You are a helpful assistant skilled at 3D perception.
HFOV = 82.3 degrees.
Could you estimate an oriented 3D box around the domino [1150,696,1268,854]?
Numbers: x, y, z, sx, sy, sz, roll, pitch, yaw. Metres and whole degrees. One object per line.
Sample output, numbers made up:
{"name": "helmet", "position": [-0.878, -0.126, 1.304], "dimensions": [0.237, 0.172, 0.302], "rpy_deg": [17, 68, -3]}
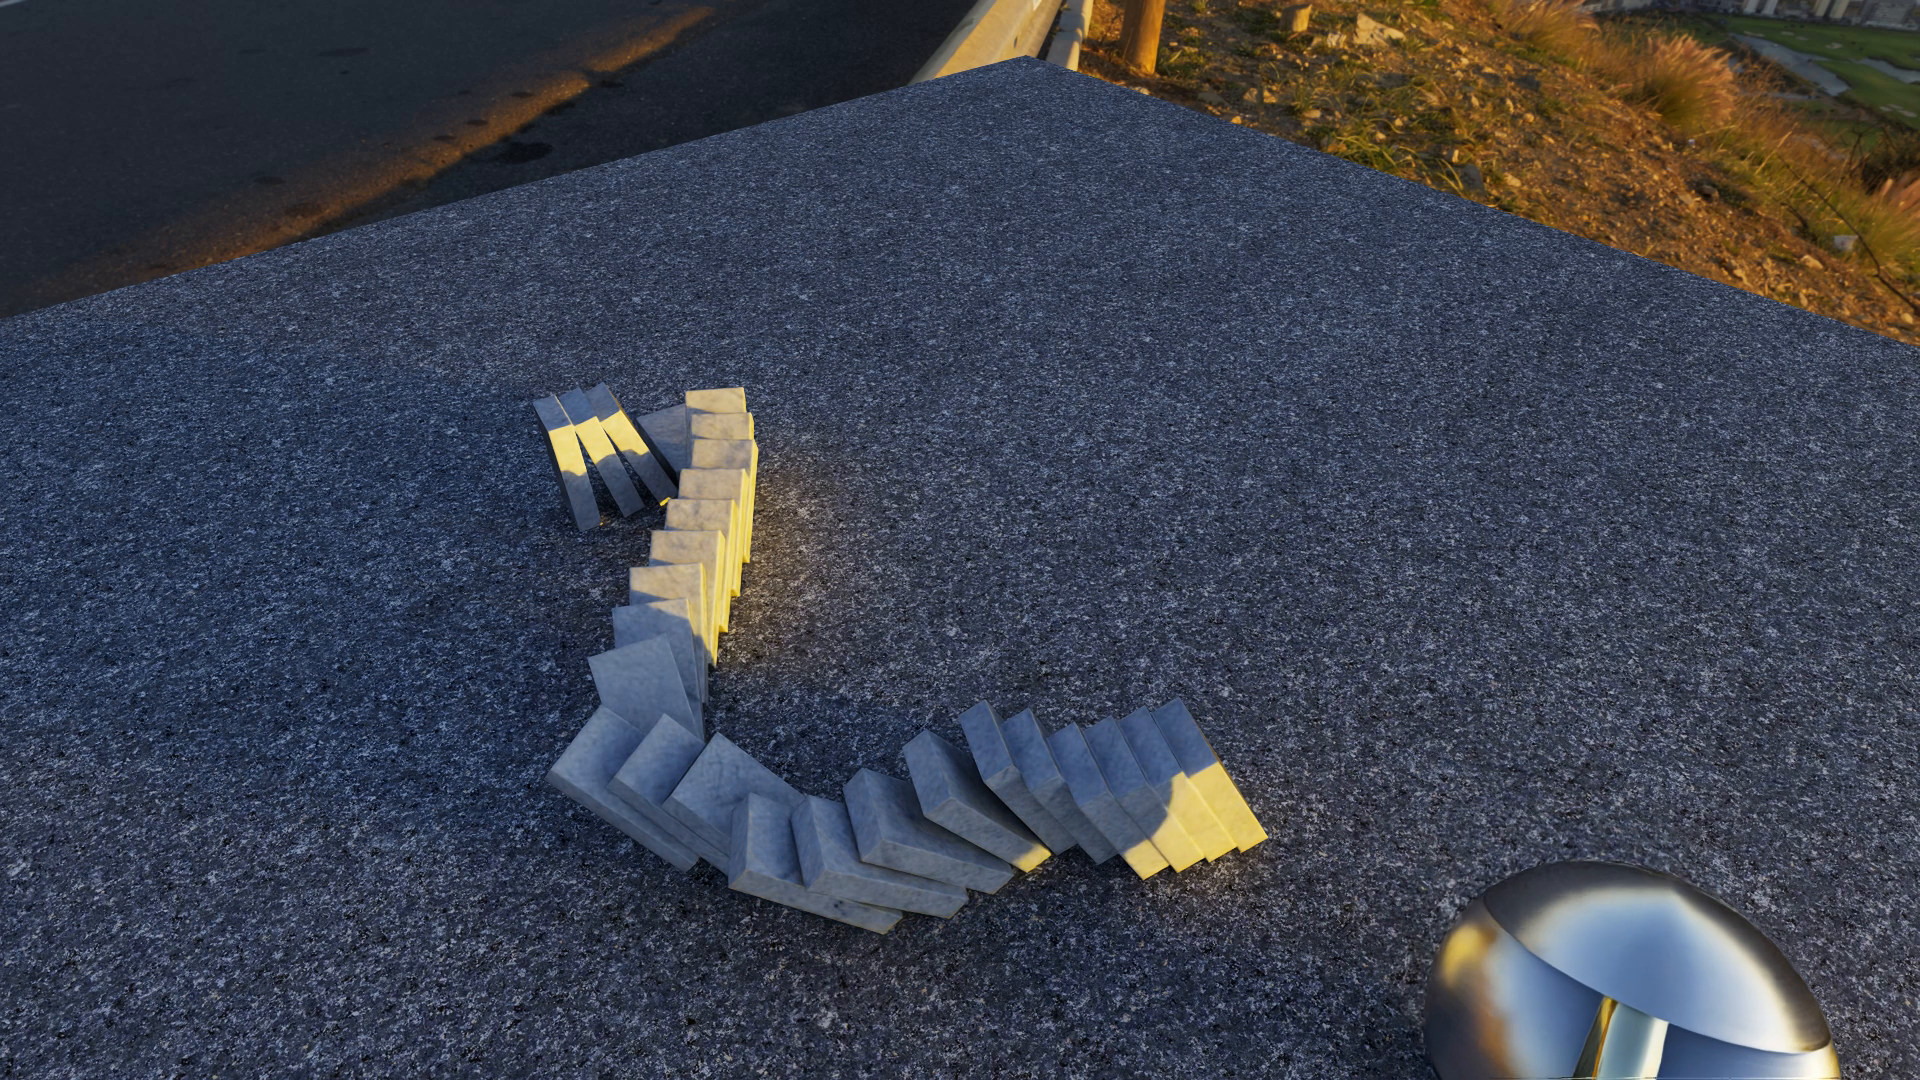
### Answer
{"name": "domino", "position": [0.074, 0.070, 0.327], "dimensions": [0.010, 0.050, 0.025], "rpy_deg": [-32, 42, 6]}

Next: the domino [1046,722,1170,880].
{"name": "domino", "position": [0.043, 0.076, 0.319], "dimensions": [0.009, 0.050, 0.025], "rpy_deg": [-32, 42, 6]}

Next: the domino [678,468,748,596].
{"name": "domino", "position": [-0.098, -0.003, 0.429], "dimensions": [0.025, 0.009, 0.050], "rpy_deg": [0, 69, 0]}

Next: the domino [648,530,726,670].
{"name": "domino", "position": [-0.100, 0.021, 0.398], "dimensions": [0.025, 0.010, 0.050], "rpy_deg": [0, 69, 0]}

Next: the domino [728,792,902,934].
{"name": "domino", "position": [-0.040, 0.091, 0.310], "dimensions": [0.050, 0.010, 0.025], "rpy_deg": [27, 30, -27]}

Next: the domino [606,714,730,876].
{"name": "domino", "position": [-0.077, 0.077, 0.328], "dimensions": [0.050, 0.010, 0.025], "rpy_deg": [38, 45, -7]}

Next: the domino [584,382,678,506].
{"name": "domino", "position": [-0.137, -0.040, 0.460], "dimensions": [0.010, 0.050, 0.025], "rpy_deg": [-34, 47, -9]}

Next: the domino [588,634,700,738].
{"name": "domino", "position": [-0.099, 0.058, 0.350], "dimensions": [0.025, 0.010, 0.050], "rpy_deg": [-18, 80, -20]}

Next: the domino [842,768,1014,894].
{"name": "domino", "position": [-0.009, 0.084, 0.317], "dimensions": [0.050, 0.010, 0.025], "rpy_deg": [27, 24, -35]}

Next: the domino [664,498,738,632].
{"name": "domino", "position": [-0.099, 0.009, 0.414], "dimensions": [0.025, 0.010, 0.050], "rpy_deg": [0, 69, 0]}

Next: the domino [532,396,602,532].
{"name": "domino", "position": [-0.160, -0.031, 0.449], "dimensions": [0.009, 0.050, 0.025], "rpy_deg": [-22, 44, -22]}

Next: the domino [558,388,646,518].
{"name": "domino", "position": [-0.148, -0.036, 0.454], "dimensions": [0.009, 0.050, 0.025], "rpy_deg": [-29, 46, -14]}

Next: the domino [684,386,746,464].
{"name": "domino", "position": [-0.104, -0.041, 0.474], "dimensions": [0.025, 0.010, 0.050], "rpy_deg": [-5, 70, -7]}

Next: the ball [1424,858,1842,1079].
{"name": "ball", "position": [0.148, 0.114, 0.249], "dimensions": [0.080, 0.080, 0.080], "rpy_deg": [0, 39, 0]}

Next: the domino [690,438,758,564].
{"name": "domino", "position": [-0.097, -0.016, 0.444], "dimensions": [0.025, 0.010, 0.050], "rpy_deg": [1, 70, 0]}

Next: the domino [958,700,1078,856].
{"name": "domino", "position": [0.018, 0.071, 0.326], "dimensions": [0.010, 0.050, 0.025], "rpy_deg": [-32, 42, 6]}

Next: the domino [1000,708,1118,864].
{"name": "domino", "position": [0.031, 0.073, 0.324], "dimensions": [0.009, 0.050, 0.025], "rpy_deg": [-32, 42, 6]}

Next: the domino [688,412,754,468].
{"name": "domino", "position": [-0.100, -0.028, 0.459], "dimensions": [0.025, 0.009, 0.050], "rpy_deg": [-2, 70, -3]}

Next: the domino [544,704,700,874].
{"name": "domino", "position": [-0.095, 0.075, 0.331], "dimensions": [0.050, 0.010, 0.025], "rpy_deg": [37, 47, -8]}

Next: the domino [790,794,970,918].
{"name": "domino", "position": [-0.023, 0.090, 0.311], "dimensions": [0.050, 0.010, 0.025], "rpy_deg": [24, 26, -34]}

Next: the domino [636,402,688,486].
{"name": "domino", "position": [-0.125, -0.043, 0.496], "dimensions": [0.025, 0.010, 0.050], "rpy_deg": [-22, 44, -24]}

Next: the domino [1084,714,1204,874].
{"name": "domino", "position": [0.054, 0.075, 0.321], "dimensions": [0.009, 0.050, 0.025], "rpy_deg": [-32, 42, 6]}

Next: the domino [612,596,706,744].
{"name": "domino", "position": [-0.100, 0.046, 0.368], "dimensions": [0.025, 0.009, 0.050], "rpy_deg": [-8, 72, -9]}

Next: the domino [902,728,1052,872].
{"name": "domino", "position": [0.005, 0.077, 0.322], "dimensions": [0.009, 0.050, 0.025], "rpy_deg": [-39, 40, 13]}

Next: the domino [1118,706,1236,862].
{"name": "domino", "position": [0.064, 0.072, 0.324], "dimensions": [0.009, 0.050, 0.025], "rpy_deg": [-32, 42, 6]}

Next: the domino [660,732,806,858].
{"name": "domino", "position": [-0.059, 0.082, 0.323], "dimensions": [0.050, 0.010, 0.025], "rpy_deg": [38, 43, -7]}

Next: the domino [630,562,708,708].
{"name": "domino", "position": [-0.101, 0.034, 0.383], "dimensions": [0.025, 0.010, 0.050], "rpy_deg": [-4, 71, -5]}
